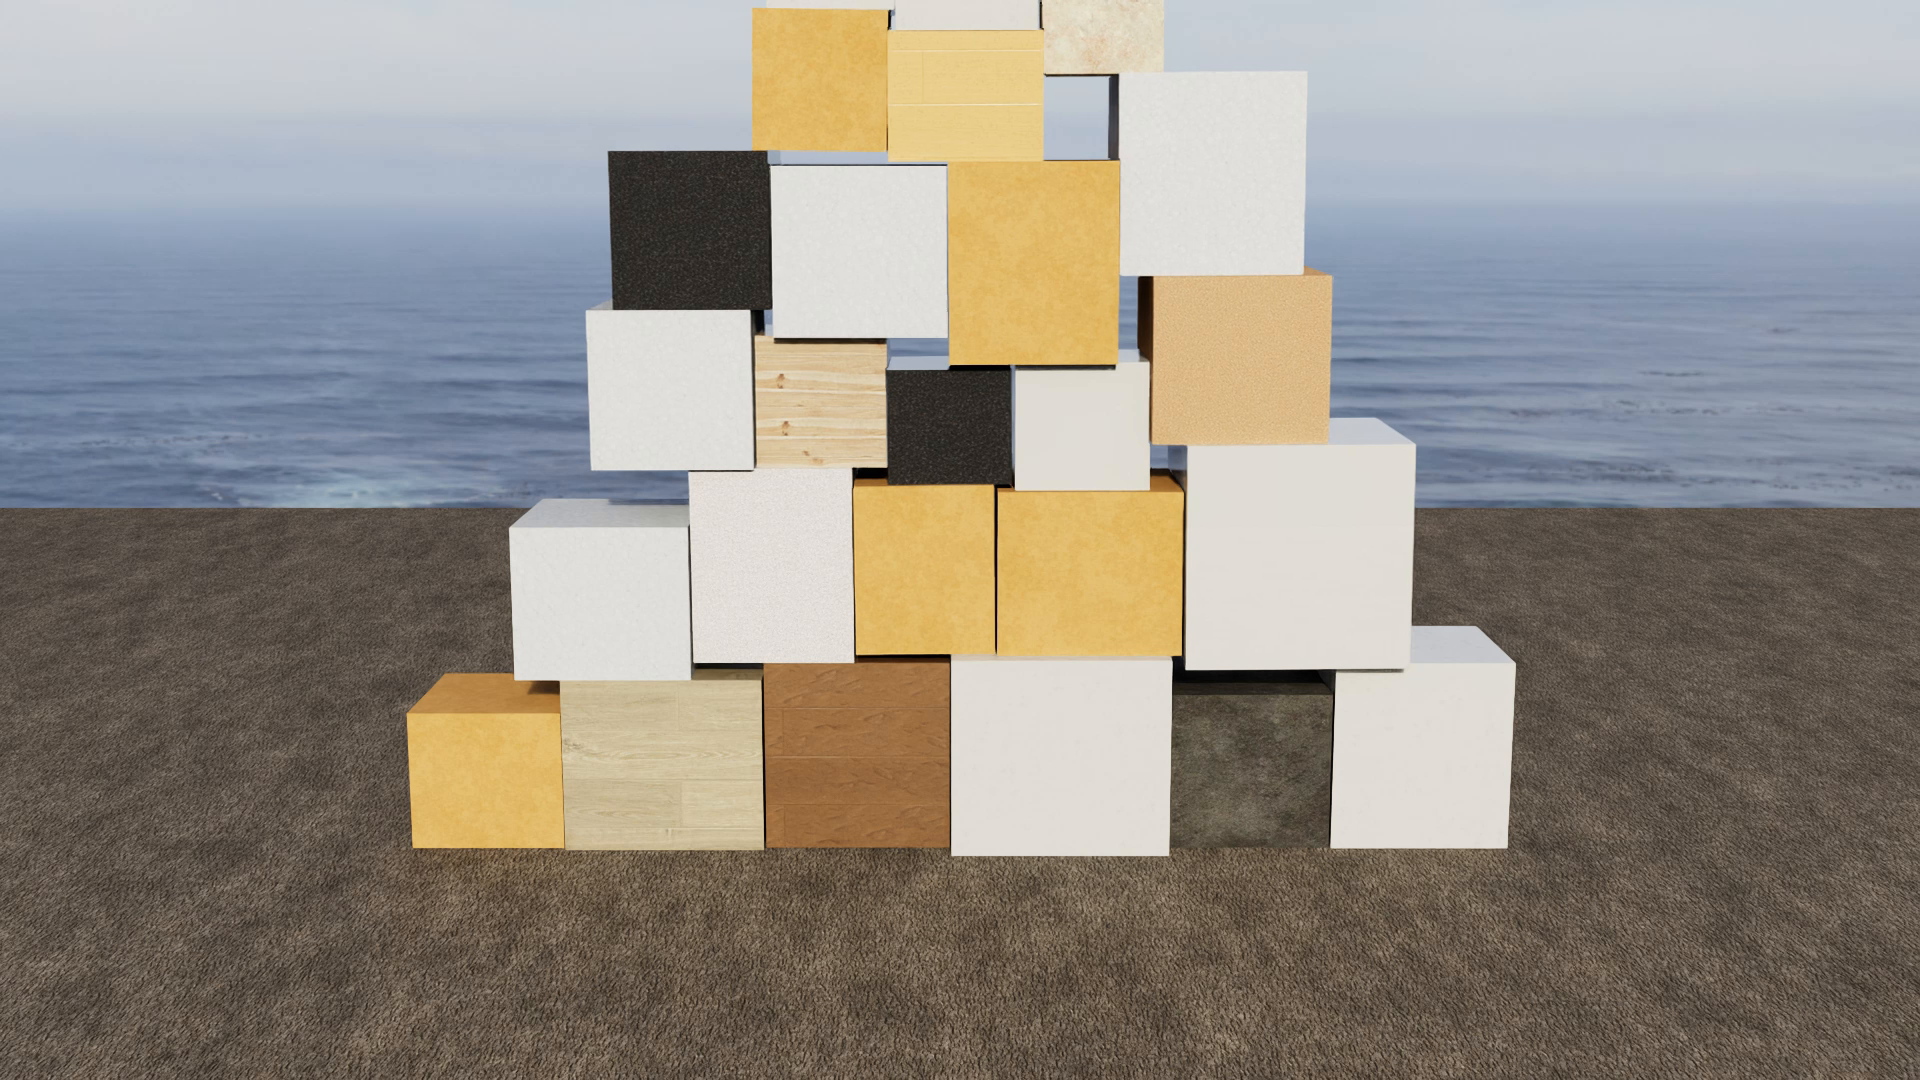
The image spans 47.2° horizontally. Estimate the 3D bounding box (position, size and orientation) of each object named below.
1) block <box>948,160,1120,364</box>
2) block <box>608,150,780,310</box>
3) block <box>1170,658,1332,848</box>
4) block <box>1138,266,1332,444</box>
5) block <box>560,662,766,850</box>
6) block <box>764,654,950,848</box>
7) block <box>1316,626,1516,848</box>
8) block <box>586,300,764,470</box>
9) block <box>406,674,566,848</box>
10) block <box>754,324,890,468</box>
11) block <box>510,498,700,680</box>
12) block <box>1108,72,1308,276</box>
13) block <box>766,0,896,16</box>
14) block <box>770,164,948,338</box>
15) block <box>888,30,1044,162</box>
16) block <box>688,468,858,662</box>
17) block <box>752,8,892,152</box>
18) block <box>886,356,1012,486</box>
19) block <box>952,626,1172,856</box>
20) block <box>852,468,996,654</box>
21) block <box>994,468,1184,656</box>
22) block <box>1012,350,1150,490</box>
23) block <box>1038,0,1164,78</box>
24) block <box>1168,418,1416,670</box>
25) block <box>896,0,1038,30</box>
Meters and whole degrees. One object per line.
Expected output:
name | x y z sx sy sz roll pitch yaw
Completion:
block | 0.353 -1.399 10.940 0.814 0.964 0.904 0 10 0
block | -1.292 -1.546 10.888 0.758 0.756 0.779 0 10 0
block | 1.450 1.085 11.390 0.803 0.789 0.819 0 10 0
block | 1.352 -0.944 11.015 0.851 0.806 0.948 0 10 0
block | -1.480 1.043 11.387 0.995 0.873 0.906 0 10 0
block | -0.512 1.008 11.367 0.920 0.951 0.795 0 10 0
block | 2.306 1.004 11.379 0.887 0.954 0.847 0 10 0
block | -1.402 -0.791 11.016 0.788 0.776 0.783 0 10 0
block | -2.368 1.131 11.399 0.762 0.697 0.833 0 10 0
block | -0.676 -0.732 11.048 0.639 0.643 0.650 0 10 0
block | -1.766 0.237 11.239 0.870 0.766 0.886 0 10 0
block | 1.202 -1.811 10.862 0.889 0.957 0.772 0 10 0
block | -0.614 -2.845 10.678 0.610 0.548 0.563 0 10 0
block | -0.480 -1.450 10.925 0.837 0.814 0.858 0 10 0
block | 0.027 -2.167 10.772 0.737 0.610 0.677 0 10 0
block | -0.925 0.060 11.210 0.796 0.970 0.789 0 10 0
block | -0.670 -2.243 10.767 0.645 0.664 0.550 1 10 0
block | -0.052 -0.611 11.072 0.605 0.565 0.681 0 10 0
block | 0.498 0.988 11.350 1.081 0.995 1.034 0 10 0
block | -0.175 0.087 11.182 0.689 0.843 0.726 -1 10 0
block | 0.639 0.097 11.186 0.911 0.816 0.801 0 10 0
block | 0.598 -0.615 11.066 0.660 0.626 0.686 0 10 0
block | 0.682 -2.509 10.718 0.576 0.476 0.543 0 10 0
block | 1.648 -0.004 11.172 1.096 1.106 1.033 -1 10 0
block | 0.030 -2.805 10.673 0.670 0.679 0.723 0 10 0
